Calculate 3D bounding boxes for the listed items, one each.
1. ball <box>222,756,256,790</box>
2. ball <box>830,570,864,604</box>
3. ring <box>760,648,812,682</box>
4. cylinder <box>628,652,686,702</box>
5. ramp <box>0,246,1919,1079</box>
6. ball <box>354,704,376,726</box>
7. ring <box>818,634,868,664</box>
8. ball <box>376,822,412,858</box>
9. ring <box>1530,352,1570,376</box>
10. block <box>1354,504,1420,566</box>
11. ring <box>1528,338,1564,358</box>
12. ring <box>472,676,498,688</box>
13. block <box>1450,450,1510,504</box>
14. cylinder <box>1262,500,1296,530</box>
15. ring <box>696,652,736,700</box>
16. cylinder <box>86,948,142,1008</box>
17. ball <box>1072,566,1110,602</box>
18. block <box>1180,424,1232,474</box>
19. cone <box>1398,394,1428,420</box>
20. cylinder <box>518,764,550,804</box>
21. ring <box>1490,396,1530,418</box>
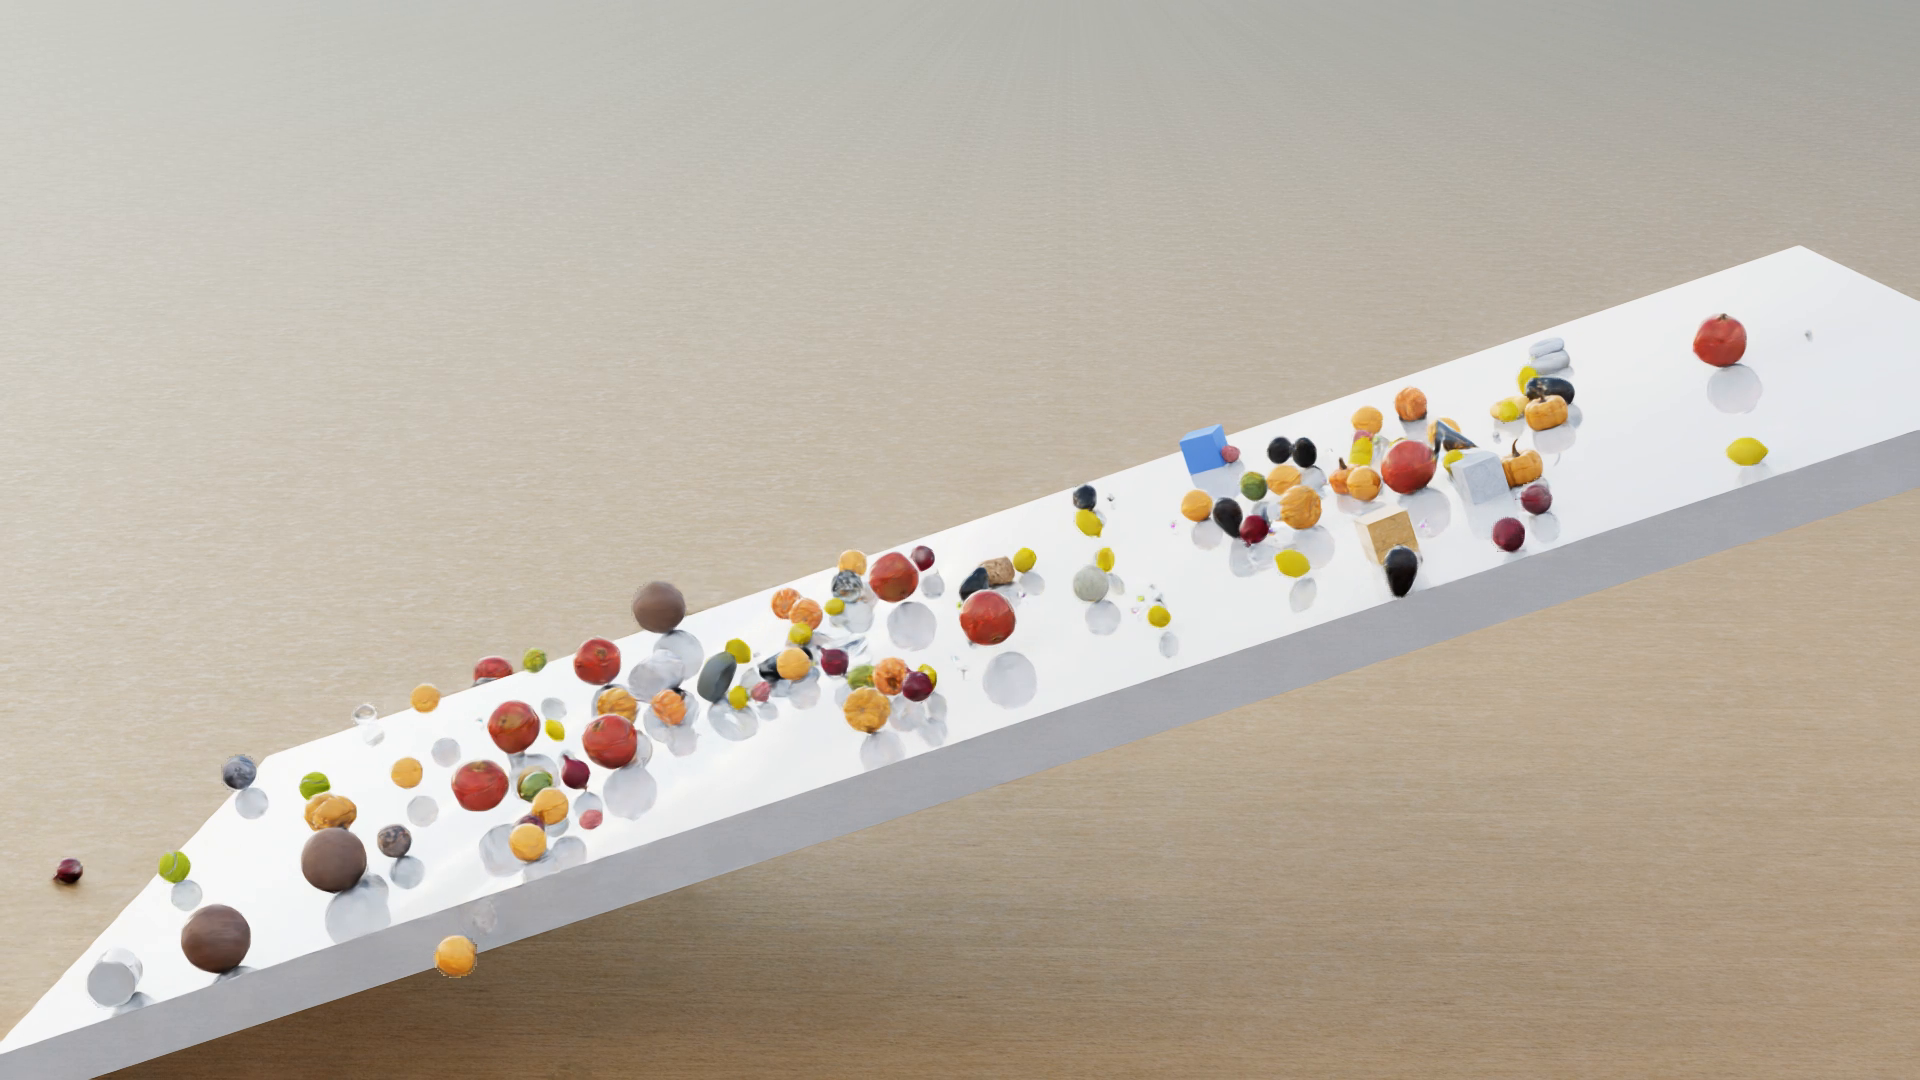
[{"bbox_3d":[-1.756,0.568,7.165,0.081,0.081,0.081,0,12,0],"label":"ball"},{"bbox_3d":[-0.263,0.109,6.826,0.077,0.077,0.077,0,12,0],"label":"ball"},{"bbox_3d":[-0.374,0.267,6.340,0.123,0.041,0.123,-20,11,4],"label":"ring"},{"bbox_3d":[-0.675,0.304,6.541,0.094,0.094,0.094,6,11,27],"label":"cylinder"},{"bbox_3d":[0.109,0.179,6.303,4.000,0.100,2.000,-18,11,6],"label":"ramp"},{"bbox_3d":[-1.497,0.441,7.402,0.056,0.056,0.056,0,12,0],"label":"ball"},{"bbox_3d":[-0.250,0.234,6.300,0.111,0.037,0.111,-18,11,4],"label":"ring"},{"bbox_3d":[-1.142,0.606,5.936,0.071,0.071,0.071,0,12,0],"label":"ball"},{"bbox_3d":[1.334,-0.398,6.653,0.094,0.031,0.094,-19,12,4],"label":"ring"},{"bbox_3d":[0.803,-0.010,5.541,0.082,0.082,0.082,-21,11,-7],"label":"block"},{"bbox_3d":[1.365,-0.447,6.844,0.086,0.029,0.086,-20,12,4],"label":"ring"},{"bbox_3d":[-1.282,0.445,8.040,0.148,0.148,0.049,6,16,26],"label":"ring"},{"bbox_3d":[1.014,-0.122,5.737,0.077,0.077,0.077,-21,11,-6],"label":"block"},{"bbox_3d":[0.658,-0.051,6.070,0.054,0.054,0.054,-13,4,30],"label":"cylinder"},{"bbox_3d":[-0.522,0.292,6.318,0.038,0.115,0.115,30,23,18],"label":"ring"},{"bbox_3d":[-1.603,0.830,5.580,0.090,0.090,0.090,-2,8,-7],"label":"cylinder"},{"bbox_3d":[0.267,0.090,6.002,0.076,0.076,0.076,0,12,0],"label":"ball"},{"bbox_3d":[0.578,-0.213,6.922,0.084,0.084,0.084,-14,12,25],"label":"block"},{"bbox_3d":[1.035,-0.297,6.687,0.061,0.061,0.061,12,15,14],"label":"cone"},{"bbox_3d":[-0.871,0.498,6.002,0.064,0.064,0.064,-2,17,-9],"label":"cylinder"},{"bbox_3d":[1.190,-0.287,6.363,0.092,0.031,0.092,-19,10,4],"label":"ring"}]
